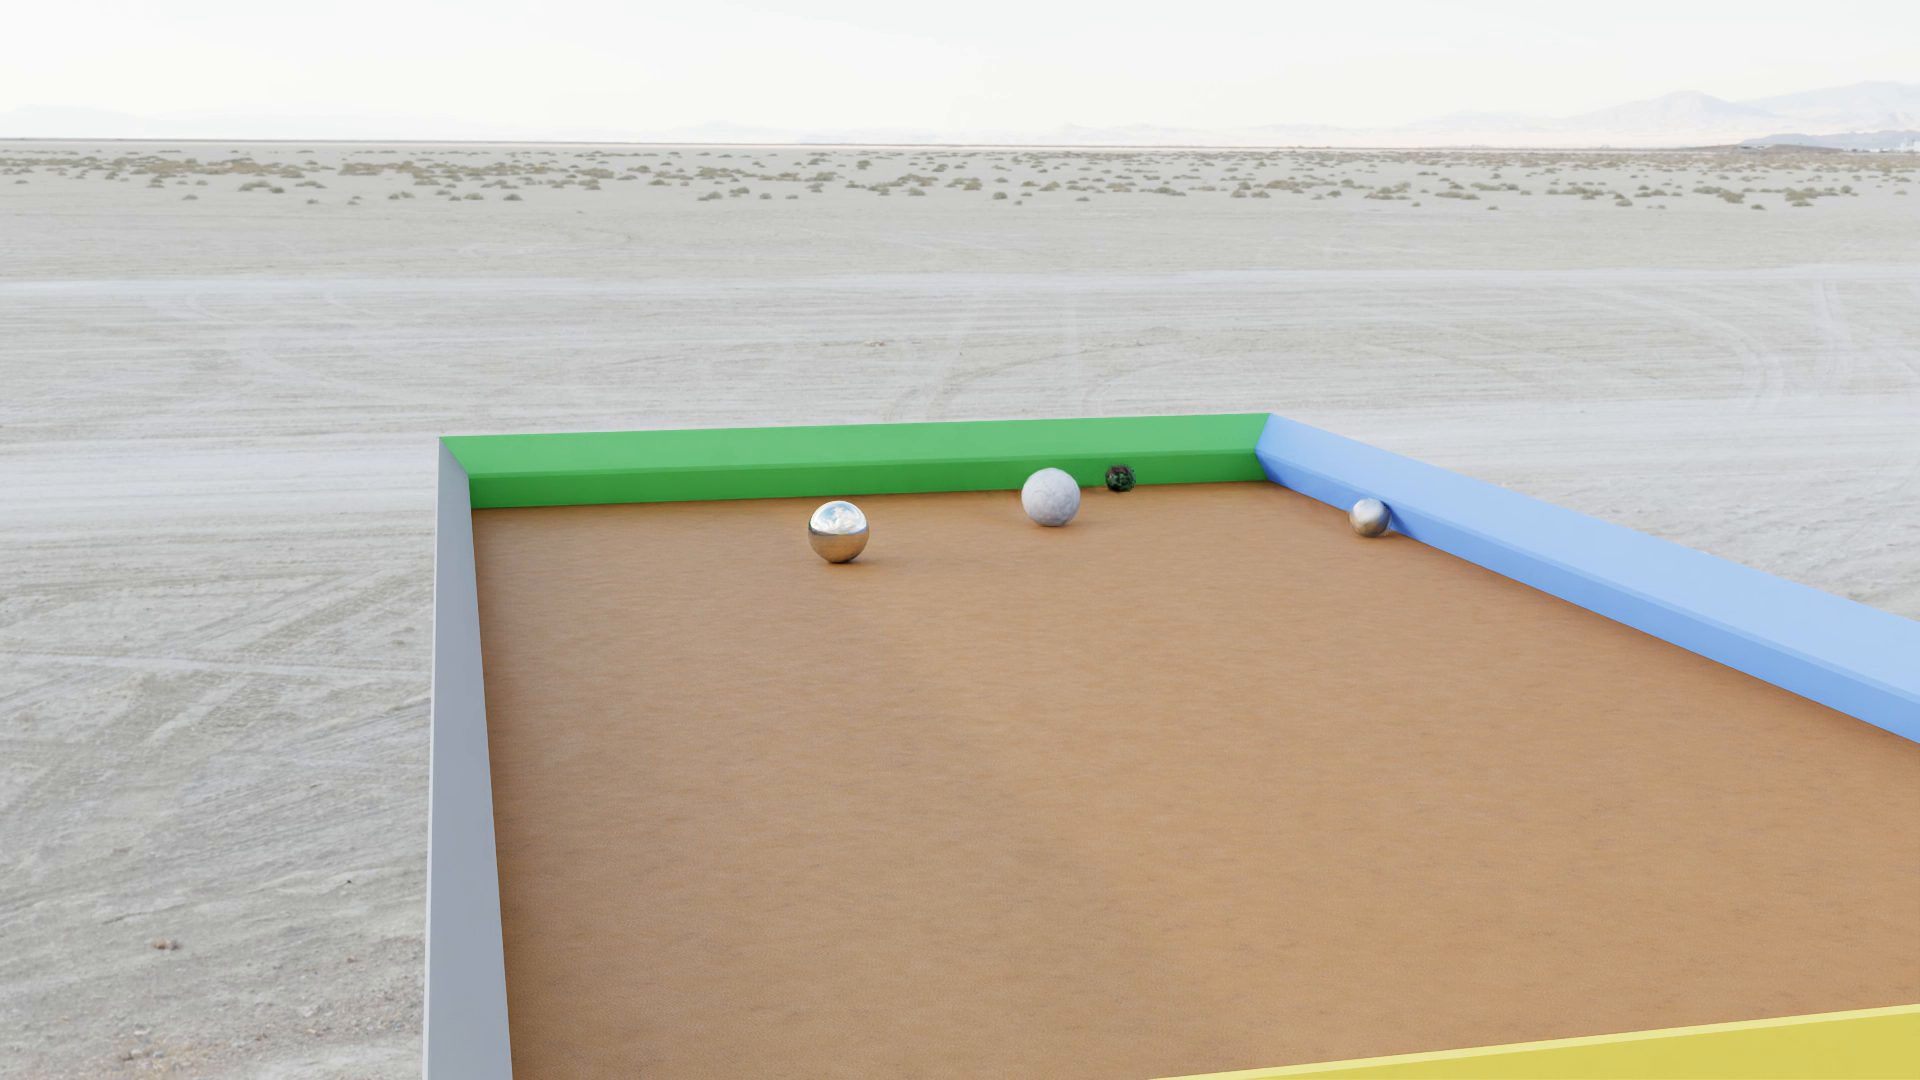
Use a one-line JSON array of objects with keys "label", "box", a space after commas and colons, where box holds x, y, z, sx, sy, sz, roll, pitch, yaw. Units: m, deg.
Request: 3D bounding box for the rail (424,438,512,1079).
[{"label": "rail", "box": [-0.521, 0.116, 2.287, 0.045, 0.117, 2.619, -2, 10, -13]}]

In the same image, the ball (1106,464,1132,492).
[{"label": "ball", "box": [0.269, -0.104, 3.722, 0.046, 0.046, 0.046, 0, 10, 0]}]

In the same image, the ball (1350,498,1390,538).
[{"label": "ball", "box": [0.613, -0.033, 3.287, 0.059, 0.059, 0.059, 0, 10, 0]}]

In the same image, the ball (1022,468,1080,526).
[{"label": "ball", "box": [0.140, -0.066, 3.387, 0.090, 0.090, 0.090, 0, 10, 0]}]

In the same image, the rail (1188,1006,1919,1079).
[{"label": "rail", "box": [0.437, 0.310, 1.206, 1.419, 0.117, 0.045, -2, 10, -13]}]

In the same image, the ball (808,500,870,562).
[{"label": "ball", "box": [-0.171, -0.012, 3.089, 0.087, 0.087, 0.087, 0, 10, 0]}]

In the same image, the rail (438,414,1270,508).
[{"label": "rail", "box": [-0.142, -0.132, 3.672, 1.419, 0.117, 0.045, -2, 10, -13]}]

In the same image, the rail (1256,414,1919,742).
[{"label": "rail", "box": [0.816, 0.062, 2.591, 0.045, 0.117, 2.619, -2, 10, -13]}]
